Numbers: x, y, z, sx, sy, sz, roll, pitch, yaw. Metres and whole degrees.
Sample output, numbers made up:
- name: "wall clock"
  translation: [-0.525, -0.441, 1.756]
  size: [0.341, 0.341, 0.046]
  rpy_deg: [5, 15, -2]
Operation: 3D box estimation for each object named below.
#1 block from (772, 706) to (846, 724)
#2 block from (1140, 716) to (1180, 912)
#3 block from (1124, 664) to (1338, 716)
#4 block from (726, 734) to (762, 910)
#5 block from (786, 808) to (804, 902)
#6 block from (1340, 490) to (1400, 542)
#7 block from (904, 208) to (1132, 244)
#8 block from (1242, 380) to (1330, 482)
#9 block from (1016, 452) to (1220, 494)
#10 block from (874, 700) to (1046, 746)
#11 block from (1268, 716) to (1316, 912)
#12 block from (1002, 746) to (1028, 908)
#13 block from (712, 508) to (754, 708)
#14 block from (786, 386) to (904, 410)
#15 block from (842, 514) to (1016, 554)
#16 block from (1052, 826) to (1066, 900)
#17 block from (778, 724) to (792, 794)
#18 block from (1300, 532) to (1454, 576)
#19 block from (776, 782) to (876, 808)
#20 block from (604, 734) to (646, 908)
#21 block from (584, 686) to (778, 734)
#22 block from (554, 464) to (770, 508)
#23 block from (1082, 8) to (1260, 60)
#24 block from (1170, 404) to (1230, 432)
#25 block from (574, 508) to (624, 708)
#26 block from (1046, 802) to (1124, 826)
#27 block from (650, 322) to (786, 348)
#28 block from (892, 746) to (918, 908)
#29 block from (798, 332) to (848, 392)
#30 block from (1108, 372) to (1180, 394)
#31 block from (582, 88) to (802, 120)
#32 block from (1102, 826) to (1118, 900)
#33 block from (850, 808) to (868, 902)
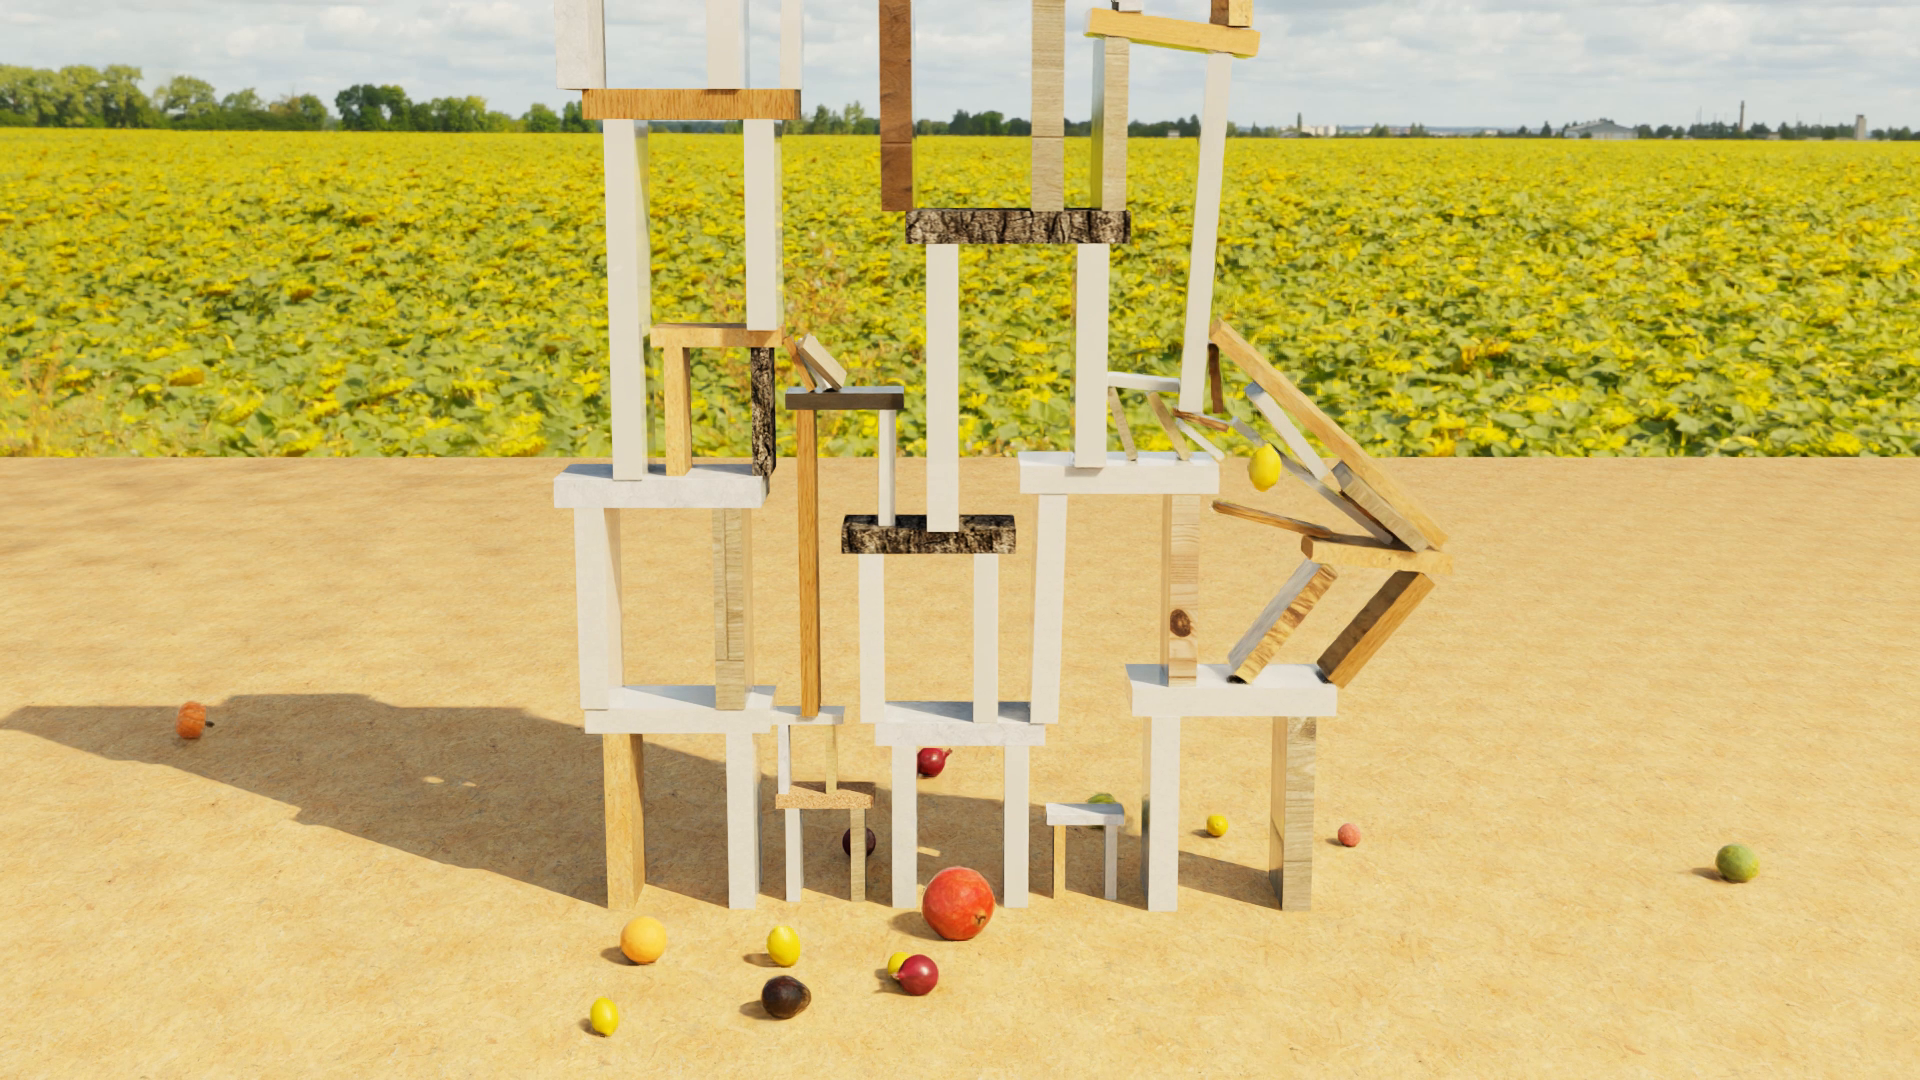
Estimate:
- name: "block"
  translation: [-0.248, 0.287, 3.610]
  size: [0.117, 0.017, 0.059]
  rpy_deg: [0, 11, 0]
- name: "block"
  translation: [0.330, 0.430, 3.636]
  size: [0.046, 0.328, 0.164]
  rpy_deg: [0, 11, 0]
- name: "block"
  translation: [0.440, 0.245, 3.604]
  size: [0.328, 0.046, 0.164]
  rpy_deg: [0, 11, 0]
- name: "block"
  translation: [-0.356, 0.444, 3.642]
  size: [0.042, 0.297, 0.149]
  rpy_deg: [0, 11, 0]
- name: "block"
  translation: [-0.275, 0.511, 3.654]
  size: [0.023, 0.160, 0.080]
  rpy_deg: [0, 11, 0]
- name: "block"
  translation: [0.668, -0.043, 3.562]
  size: [0.113, 0.016, 0.056]
  rpy_deg: [34, 11, -29]
- name: "block"
  translation: [0.089, -0.496, 3.464]
  size: [0.347, 0.049, 0.174]
  rpy_deg: [0, 11, 0]
- name: "block"
  translation: [0.523, -0.176, 3.525]
  size: [0.024, 0.172, 0.086]
  rpy_deg: [-40, 18, 6]
- name: "block"
  translation: [0.251, -0.109, 3.542]
  size: [0.314, 0.044, 0.157]
  rpy_deg: [0, 11, 0]
- name: "block"
  translation: [0.000, 0.301, 3.615]
  size: [0.275, 0.039, 0.137]
  rpy_deg: [0, 11, 0]
- name: "block"
  translation: [0.549, 0.430, 3.636]
  size: [0.046, 0.328, 0.164]
  rpy_deg: [0, 11, 0]
- name: "block"
  translation: [0.092, 0.455, 3.645]
  size: [0.039, 0.274, 0.137]
  rpy_deg: [0, 11, 0]
- name: "block"
  translation: [-0.368, 0.095, 3.580]
  size: [0.046, 0.327, 0.163]
  rpy_deg: [0, 11, 0]
- name: "block"
  translation: [-0.183, -0.227, 3.522]
  size: [0.187, 0.027, 0.094]
  rpy_deg: [0, 11, 0]
- name: "block"
  translation: [-0.050, -0.010, 3.558]
  size: [0.277, 0.039, 0.139]
  rpy_deg: [0, 11, 0]
- name: "block"
  translation: [0.164, 0.526, 3.662]
  size: [0.018, 0.128, 0.064]
  rpy_deg: [0, 11, 0]
- name: "block"
  translation: [-0.289, 0.353, 3.622]
  size: [0.017, 0.117, 0.059]
  rpy_deg: [0, 11, 0]
- name: "block"
  translation: [0.674, 0.020, 3.562]
  size: [0.226, 0.032, 0.113]
  rpy_deg: [5, 10, -1]
- name: "block"
  translation: [-0.221, 0.421, 3.638]
  size: [0.160, 0.023, 0.080]
  rpy_deg: [0, 11, 0]
- name: "block"
  translation: [-0.554, 0.444, 3.642]
  size: [0.042, 0.297, 0.149]
  rpy_deg: [0, 11, 0]
- name: "block"
  translation: [-0.455, 0.277, 3.611]
  size: [0.297, 0.042, 0.149]
  rpy_deg: [0, 11, 0]
- name: "block"
  translation: [-0.477, -0.088, 3.546]
  size: [0.327, 0.046, 0.163]
  rpy_deg: [0, 11, 0]
- name: "block"
  translation: [0.326, -0.787, 3.417]
  size: [0.261, 0.037, 0.131]
  rpy_deg: [7, 10, -3]
- name: "block"
  translation: [0.384, -0.195, 3.526]
  size: [0.092, 0.013, 0.046]
  rpy_deg: [17, 11, -1]
- name: "block"
  translation: [-0.586, 0.095, 3.580]
  size: [0.046, 0.327, 0.163]
  rpy_deg: [0, 11, 0]
- name: "block"
  translation: [0.207, 0.455, 3.649]
  size: [0.128, 0.018, 0.064]
  rpy_deg: [0, 11, 0]
- name: "block"
  translation: [-0.383, -0.327, 3.503]
  size: [0.205, 0.029, 0.103]
  rpy_deg: [0, 11, 0]
- name: "block"
  translation: [-0.091, 0.455, 3.643]
  size: [0.039, 0.275, 0.137]
  rpy_deg: [0, 11, 0]
- name: "block"
  translation: [-0.218, -0.283, 3.495]
  size: [0.013, 0.092, 0.046]
  rpy_deg: [-33, 24, 28]
- name: "block"
  translation: [0.292, -0.253, 3.524]
  size: [0.120, 0.017, 0.060]
  rpy_deg: [6, 11, 3]
- name: "block"
  translation: [-0.415, -0.679, 3.432]
  size: [0.322, 0.046, 0.161]
  rpy_deg: [0, 11, 0]
- name: "block"
  translation: [0.250, 0.526, 3.662]
  size: [0.018, 0.128, 0.064]
  rpy_deg: [0, 11, 0]
- name: "block"
  translation: [-0.168, 0.511, 3.654]
  size: [0.023, 0.160, 0.080]
  rpy_deg: [0, 11, 0]
